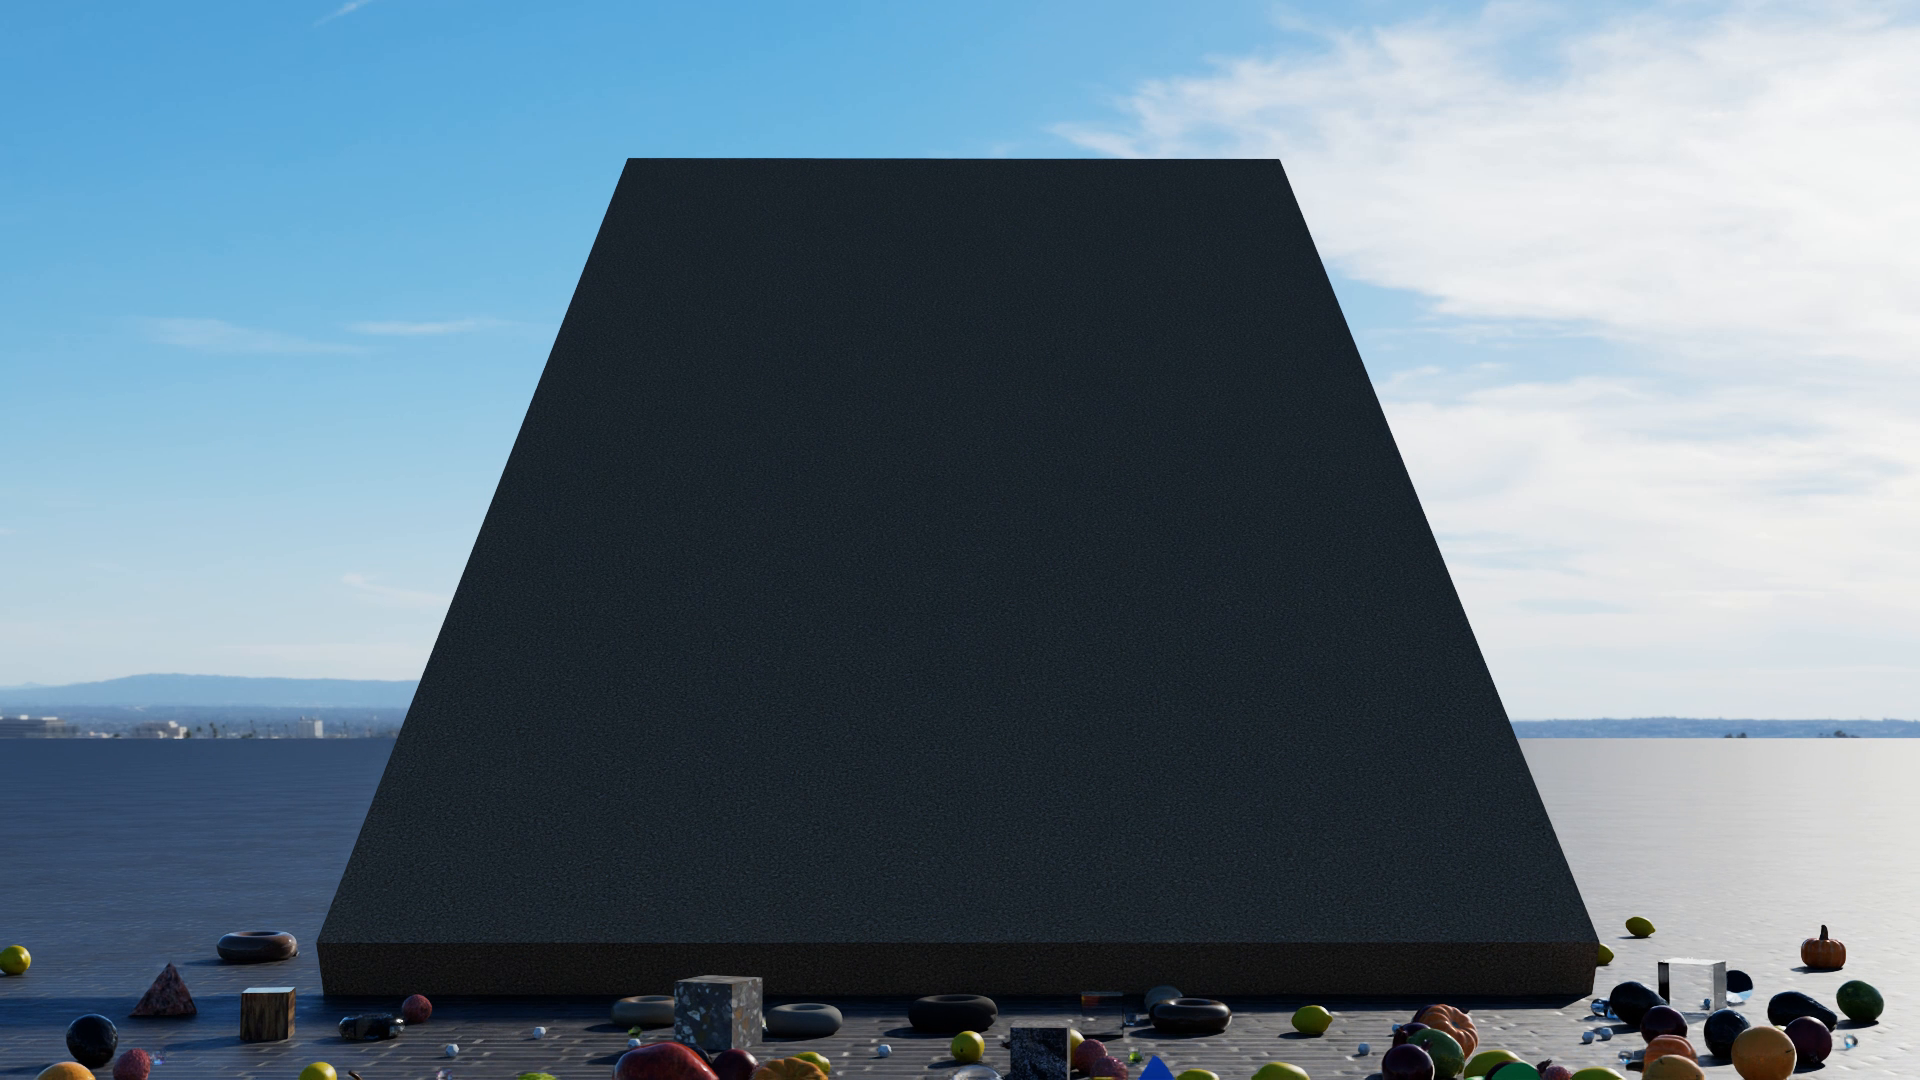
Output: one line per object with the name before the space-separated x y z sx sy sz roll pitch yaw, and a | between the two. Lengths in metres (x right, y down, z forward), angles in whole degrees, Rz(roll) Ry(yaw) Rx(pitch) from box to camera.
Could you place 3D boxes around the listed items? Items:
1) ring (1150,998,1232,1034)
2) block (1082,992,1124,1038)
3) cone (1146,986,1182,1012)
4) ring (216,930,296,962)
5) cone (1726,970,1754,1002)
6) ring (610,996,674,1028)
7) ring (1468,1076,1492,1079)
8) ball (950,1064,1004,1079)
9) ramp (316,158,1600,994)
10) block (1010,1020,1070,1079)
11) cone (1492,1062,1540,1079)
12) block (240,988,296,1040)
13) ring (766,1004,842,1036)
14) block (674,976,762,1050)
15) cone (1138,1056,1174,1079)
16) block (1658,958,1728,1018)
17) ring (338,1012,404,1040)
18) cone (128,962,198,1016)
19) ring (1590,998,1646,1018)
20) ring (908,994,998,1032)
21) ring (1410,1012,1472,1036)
ring | 0.320 0.662 3.293 0.115 0.038 0.115 1 -3 0
block | 0.194 0.648 3.233 0.056 0.056 0.056 0 -5 2
cone | 0.292 0.676 3.388 0.056 0.056 0.056 -1 22 6
ring | -1.281 0.741 4.313 0.141 0.047 0.141 0 -3 0
cone | 1.200 0.699 3.656 0.052 0.052 0.052 -2 -32 22
ring | -0.442 0.668 3.356 0.107 0.036 0.107 -1 -4 0
ring | 0.598 0.616 2.650 0.077 0.026 0.077 -1 -5 0
ball | 0.017 0.580 2.468 0.067 0.067 0.067 0 -5 0
ramp | -0.010 -0.227 5.496 2.000 0.100 4.000 0 27 0
block | 0.096 0.608 2.807 0.067 0.067 0.067 -1 -5 6
cone | 0.609 0.603 2.522 0.070 0.070 0.070 36 -25 -33
block | -0.941 0.644 3.219 0.062 0.062 0.062 1 -5 -8
ring | -0.215 0.660 3.255 0.106 0.035 0.106 -1 -3 0
block | -0.320 0.625 3.135 0.086 0.086 0.086 -2 -5 22
cone | 0.196 0.605 2.550 0.071 0.071 0.071 -26 2 -14
block | 1.080 0.659 3.488 0.075 0.075 0.075 -3 -6 37
ring | -0.798 0.660 3.212 0.087 0.029 0.087 -1 -5 0
cone | -1.174 0.675 3.455 0.087 0.087 0.087 -27 7 -24
ring | 0.957 0.680 3.442 0.078 0.026 0.078 -1 -6 0
ring | -0.010 0.661 3.308 0.125 0.042 0.125 -1 -4 0
ring | 0.661 0.663 3.246 0.084 0.028 0.084 0 -6 0
